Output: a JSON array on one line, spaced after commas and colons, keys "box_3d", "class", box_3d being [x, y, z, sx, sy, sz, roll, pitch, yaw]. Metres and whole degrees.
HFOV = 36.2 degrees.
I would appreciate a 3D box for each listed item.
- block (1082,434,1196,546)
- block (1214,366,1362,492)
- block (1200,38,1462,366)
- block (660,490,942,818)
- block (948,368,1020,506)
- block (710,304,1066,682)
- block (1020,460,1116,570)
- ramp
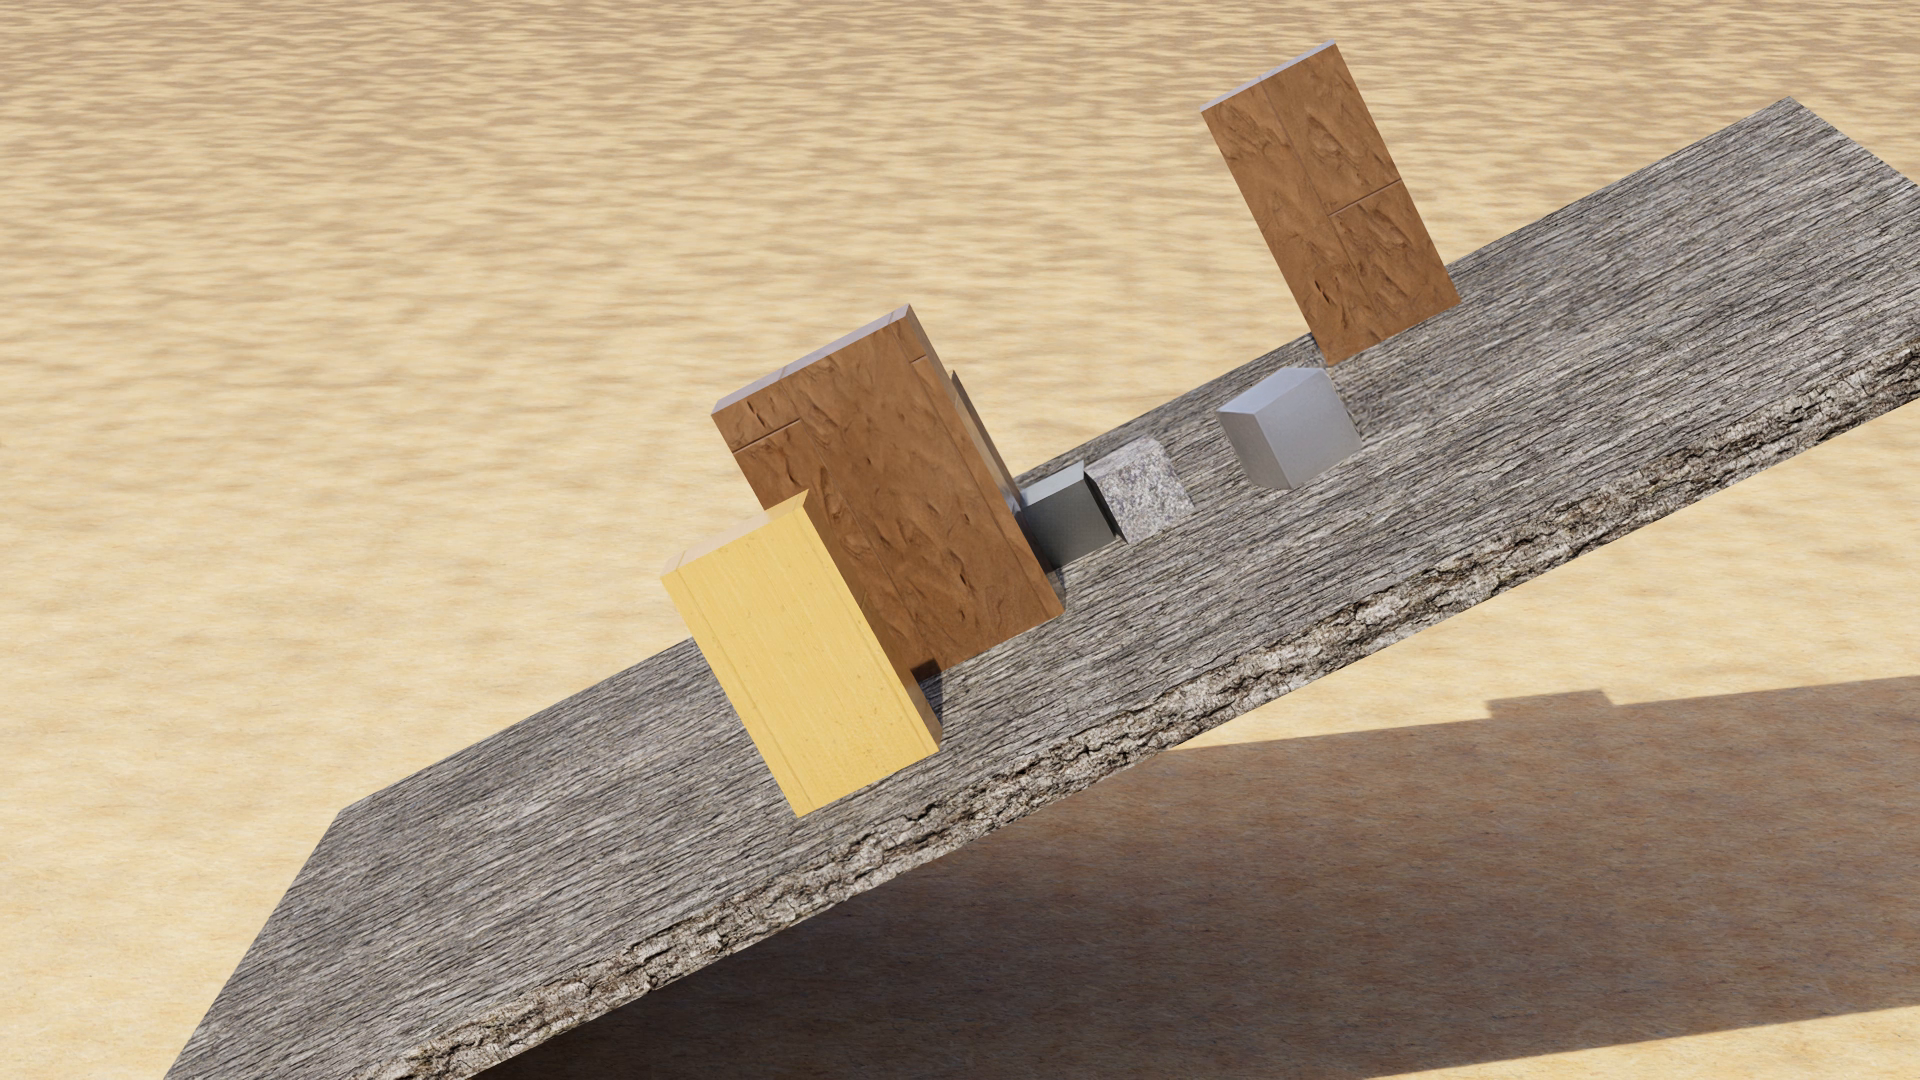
[{"box_3d": [0.380, -0.107, 6.252, 0.159, 0.159, 0.159, -29, 14, -2], "class": "block"}, {"box_3d": [0.677, -0.231, 6.061, 0.182, 0.182, 0.182, -32, 14, -15], "class": "block"}, {"box_3d": [0.837, -0.757, 6.636, 0.332, 0.656, 0.081, -26, 14, 10], "class": "block"}, {"box_3d": [-0.299, 0.218, 5.609, 0.308, 0.543, 0.118, -26, 14, 10], "class": "block"}, {"box_3d": [-0.018, -0.098, 6.349, 0.248, 0.468, 0.118, -26, 14, 10], "class": "block"}, {"box_3d": [-0.140, -0.070, 6.012, 0.445, 0.694, 0.119, -26, 14, 10], "class": "block"}, {"box_3d": [0.234, -0.054, 6.357, 0.153, 0.153, 0.153, -26, 14, 10], "class": "block"}, {"box_3d": [0.140, 0.167, 6.281, 4.000, 0.100, 2.000, -26, 14, 10], "class": "ramp"}]
